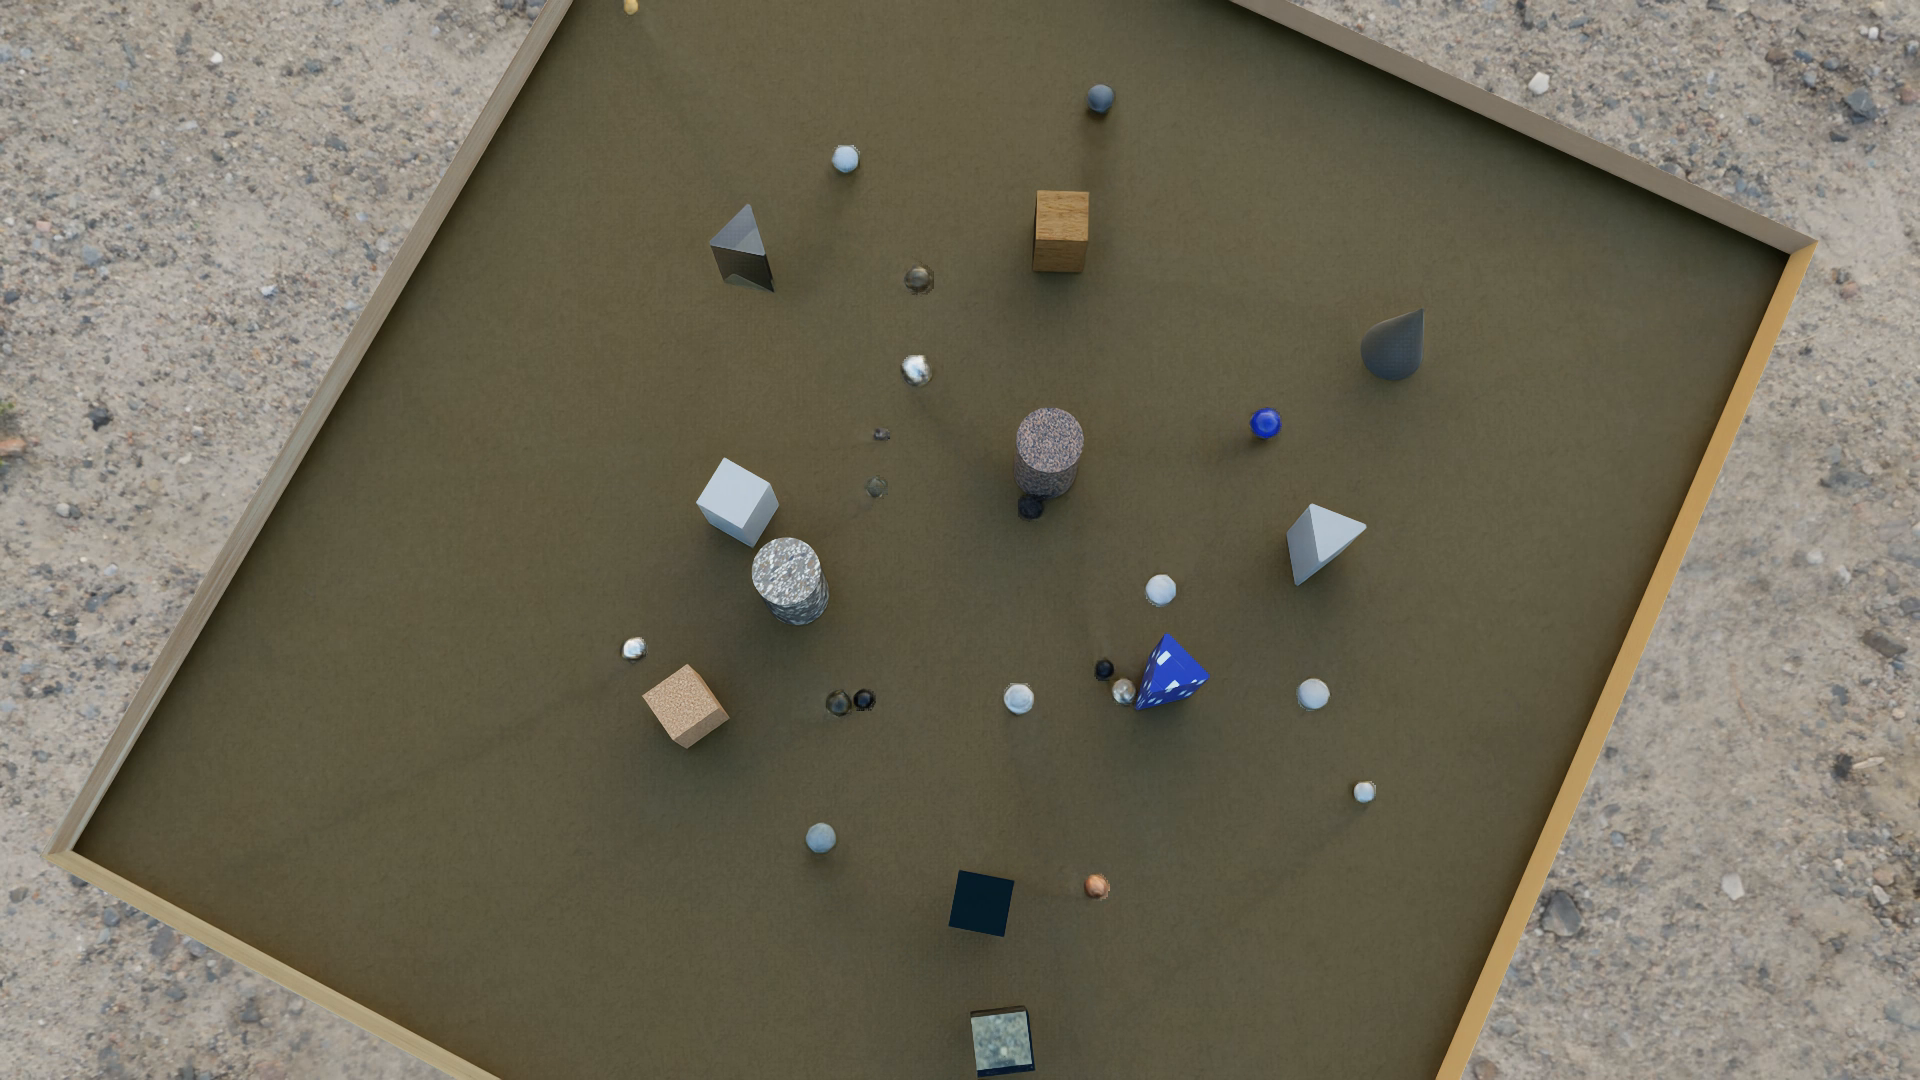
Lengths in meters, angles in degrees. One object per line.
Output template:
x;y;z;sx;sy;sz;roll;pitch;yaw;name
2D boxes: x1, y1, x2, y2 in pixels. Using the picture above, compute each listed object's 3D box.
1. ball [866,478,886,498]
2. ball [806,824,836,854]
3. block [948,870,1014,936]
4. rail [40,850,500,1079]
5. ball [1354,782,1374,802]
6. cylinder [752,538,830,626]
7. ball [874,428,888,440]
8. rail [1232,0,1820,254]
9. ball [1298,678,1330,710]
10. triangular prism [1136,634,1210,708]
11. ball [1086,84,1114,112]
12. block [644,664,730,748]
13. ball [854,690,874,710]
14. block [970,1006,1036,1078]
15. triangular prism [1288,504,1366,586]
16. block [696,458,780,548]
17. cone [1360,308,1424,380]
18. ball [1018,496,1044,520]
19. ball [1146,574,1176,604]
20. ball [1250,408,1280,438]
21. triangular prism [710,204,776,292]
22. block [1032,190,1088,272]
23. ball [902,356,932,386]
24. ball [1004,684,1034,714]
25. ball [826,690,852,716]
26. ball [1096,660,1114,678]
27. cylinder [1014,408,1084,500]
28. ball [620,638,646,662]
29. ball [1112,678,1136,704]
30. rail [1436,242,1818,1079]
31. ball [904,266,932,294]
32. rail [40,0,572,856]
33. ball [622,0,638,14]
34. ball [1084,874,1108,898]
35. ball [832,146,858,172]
-0.257;-0.162;5.619;0.061;0.061;0.061;0;78;0;ball
-0.409;0.878;5.390;0.087;0.087;0.087;0;78;0;ball
0.060;1.042;5.250;0.157;0.296;0.157;11;79;2;block
-0.898;1.766;5.185;3.922;0.127;0.045;26;80;5;rail
1.197;0.747;5.430;0.062;0.062;0.062;0;78;0;ball
-0.496;0.126;5.403;0.196;0.367;0.196;0;78;0;cylinder
-0.246;-0.327;5.663;0.042;0.042;0.042;0;78;0;ball
0.898;-1.753;5.913;3.922;0.127;0.045;26;80;5;rail
1.056;0.460;5.474;0.092;0.092;0.092;0;78;0;ball
0.593;0.375;5.314;0.170;0.440;0.147;-13;79;-3;triangular prism
0.450;-1.413;5.864;0.088;0.088;0.088;0;78;0;ball
-0.801;0.491;5.377;0.157;0.270;0.157;-35;80;-7;block
-0.289;0.477;5.487;0.060;0.060;0.060;0;78;0;ball
0.117;1.403;5.143;0.157;0.359;0.157;-6;78;-1;block
1.049;-0.007;5.423;0.170;0.381;0.147;-37;81;-7;triangular prism
-0.663;-0.108;5.493;0.157;0.286;0.157;29;80;6;block
1.353;-0.635;5.538;0.196;0.411;0.196;0;78;0;cone
0.217;-0.099;5.599;0.074;0.074;0.074;0;78;0;ball
0.609;0.149;5.539;0.091;0.091;0.091;0;78;0;ball
0.941;-0.358;5.643;0.093;0.093;0.093;0;78;0;ball
-0.648;-0.903;5.634;0.170;0.331;0.147;12;79;2;triangular prism
0.310;-0.953;5.674;0.157;0.274;0.157;2;78;0;block
-0.132;-0.523;5.677;0.094;0.094;0.094;0;78;0;ball
0.177;0.475;5.473;0.089;0.089;0.089;0;78;0;ball
-0.363;0.490;5.476;0.077;0.077;0.077;0;78;0;ball
0.435;0.388;5.507;0.057;0.057;0.057;0;78;0;ball
0.262;-0.256;5.494;0.196;0.345;0.196;0;78;0;cylinder
-0.984;0.330;5.511;0.073;0.073;0.073;0;78;0;ball
0.492;0.453;5.484;0.075;0.075;0.075;0;78;0;ball
1.733;0.855;5.373;0.045;0.127;4.065;26;80;5;rail
-0.129;-0.816;5.740;0.088;0.088;0.088;0;78;0;ball
-1.733;-0.842;5.725;0.045;0.127;4.065;26;80;5;rail
-1.070;-1.732;5.950;0.049;0.049;0.049;0;78;0;ball
0.397;1.016;5.371;0.070;0.070;0.070;0;78;0;ball
-0.364;-1.210;5.825;0.083;0.083;0.083;0;78;0;ball
